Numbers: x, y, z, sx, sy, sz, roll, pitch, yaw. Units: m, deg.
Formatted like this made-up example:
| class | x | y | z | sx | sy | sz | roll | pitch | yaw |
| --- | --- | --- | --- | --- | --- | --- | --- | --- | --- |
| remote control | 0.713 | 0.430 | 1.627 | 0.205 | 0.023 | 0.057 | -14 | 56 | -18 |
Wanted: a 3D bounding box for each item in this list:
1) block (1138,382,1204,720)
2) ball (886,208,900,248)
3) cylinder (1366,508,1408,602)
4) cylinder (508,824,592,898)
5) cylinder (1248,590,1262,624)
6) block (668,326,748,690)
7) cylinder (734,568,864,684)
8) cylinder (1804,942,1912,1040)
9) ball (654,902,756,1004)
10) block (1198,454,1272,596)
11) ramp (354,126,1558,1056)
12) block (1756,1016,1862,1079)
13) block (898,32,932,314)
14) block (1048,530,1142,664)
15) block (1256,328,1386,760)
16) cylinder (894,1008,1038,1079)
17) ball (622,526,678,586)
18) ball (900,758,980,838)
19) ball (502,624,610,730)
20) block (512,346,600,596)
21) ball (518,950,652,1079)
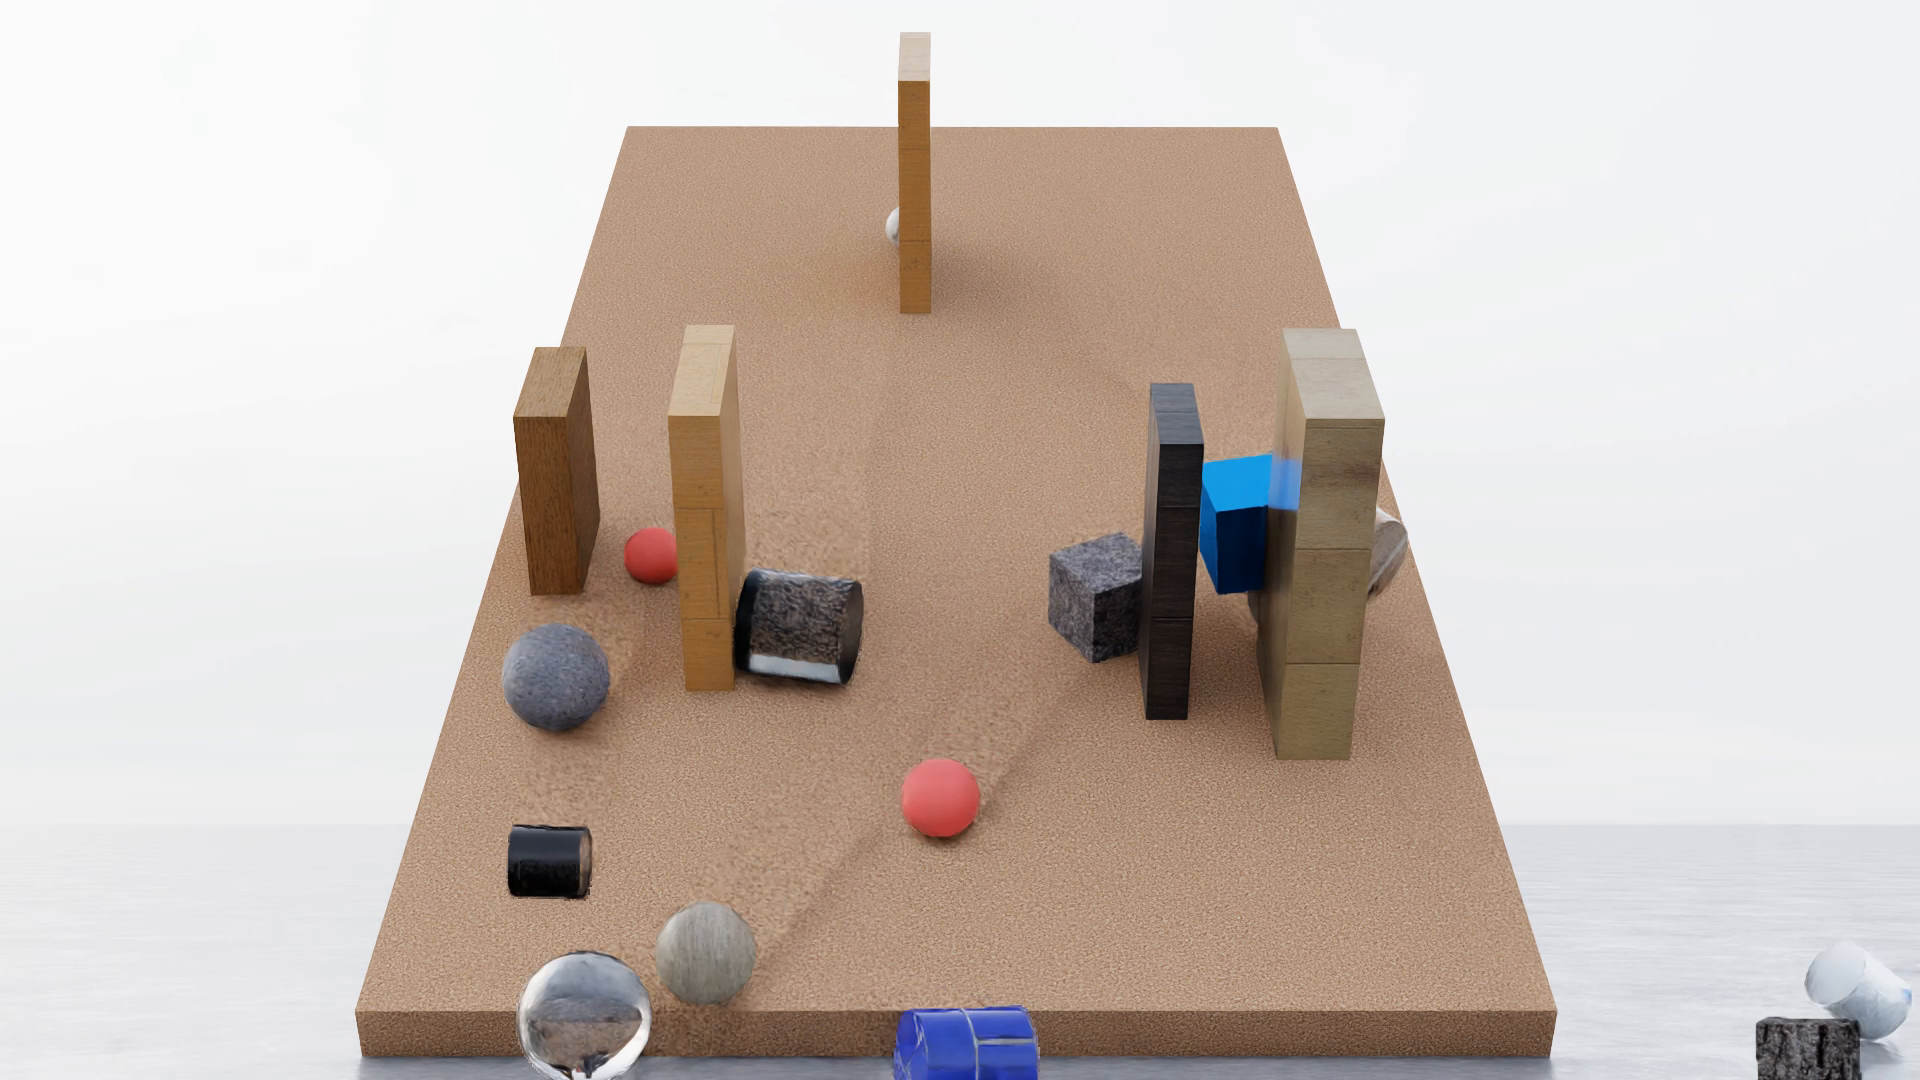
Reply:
| class | x | y | z | sx | sy | sz | roll | pitch | yaw |
| --- | --- | --- | --- | --- | --- | --- | --- | --- | --- |
| block | 0.405 | 0.026 | 4.706 | 0.081 | 0.615 | 0.243 | 0 | 31 | 0 |
| ball | -0.145 | -0.857 | 6.662 | 0.118 | 0.118 | 0.118 | 0 | -7 | 0 |
| cylinder | 0.808 | 0.002 | 5.144 | 0.197 | 0.197 | 0.197 | 7 | 23 | -46 |
| cylinder | -0.721 | 0.565 | 4.273 | 0.125 | 0.125 | 0.125 | 1 | -6 | 2 |
| cylinder | 0.706 | 0.108 | 5.011 | 0.160 | 0.160 | 0.160 | -28 | 12 | -36 |
| block | -0.498 | -0.064 | 4.846 | 0.096 | 0.620 | 0.385 | 0 | 31 | 0 |
| cylinder | -0.320 | 0.171 | 4.847 | 0.210 | 0.210 | 0.210 | 7 | -5 | 10 |
| cylinder | 1.615 | 0.810 | 4.368 | 0.129 | 0.129 | 0.129 | 36 | -21 | -19 |
| ball | -0.422 | 0.686 | 4.033 | 0.168 | 0.168 | 0.168 | 0 | -7 | 0 |
| block | 0.594 | -0.035 | 4.906 | 0.195 | 0.195 | 0.195 | -8 | 32 | -4 |
| ramp | -0.014 | -0.202 | 5.780 | 2.000 | 0.100 | 4.000 | 0 | 31 | 0 |
| block | 1.158 | 0.719 | 3.313 | 0.121 | 0.121 | 0.121 | -3 | -7 | 25 |
| block | -0.116 | -0.956 | 6.323 | 0.081 | 0.635 | 0.362 | 0 | 31 | 0 |
| block | 0.302 | 0.118 | 4.982 | 0.174 | 0.174 | 0.174 | -17 | 36 | -24 |
| block | 0.676 | 0.011 | 4.611 | 0.140 | 0.739 | 0.361 | 0 | 31 | 0 |
| cylinder | 0.007 | 0.690 | 3.186 | 0.149 | 0.149 | 0.149 | 2 | -7 | -18 |
| ball | -0.654 | 0.034 | 5.164 | 0.124 | 0.124 | 0.124 | 0 | -7 | 0 |
| ball | -0.035 | 0.469 | 4.422 | 0.144 | 0.144 | 0.144 | 0 | -7 | 0 |
| ball | -0.781 | 0.265 | 4.697 | 0.207 | 0.207 | 0.207 | 0 | -7 | 0 |
| block | -0.854 | -0.148 | 5.170 | 0.108 | 0.428 | 0.318 | 0 | 31 | 0 |
| ball | -0.563 | 0.717 | 3.643 | 0.200 | 0.200 | 0.200 | 0 | -7 | 0 |
